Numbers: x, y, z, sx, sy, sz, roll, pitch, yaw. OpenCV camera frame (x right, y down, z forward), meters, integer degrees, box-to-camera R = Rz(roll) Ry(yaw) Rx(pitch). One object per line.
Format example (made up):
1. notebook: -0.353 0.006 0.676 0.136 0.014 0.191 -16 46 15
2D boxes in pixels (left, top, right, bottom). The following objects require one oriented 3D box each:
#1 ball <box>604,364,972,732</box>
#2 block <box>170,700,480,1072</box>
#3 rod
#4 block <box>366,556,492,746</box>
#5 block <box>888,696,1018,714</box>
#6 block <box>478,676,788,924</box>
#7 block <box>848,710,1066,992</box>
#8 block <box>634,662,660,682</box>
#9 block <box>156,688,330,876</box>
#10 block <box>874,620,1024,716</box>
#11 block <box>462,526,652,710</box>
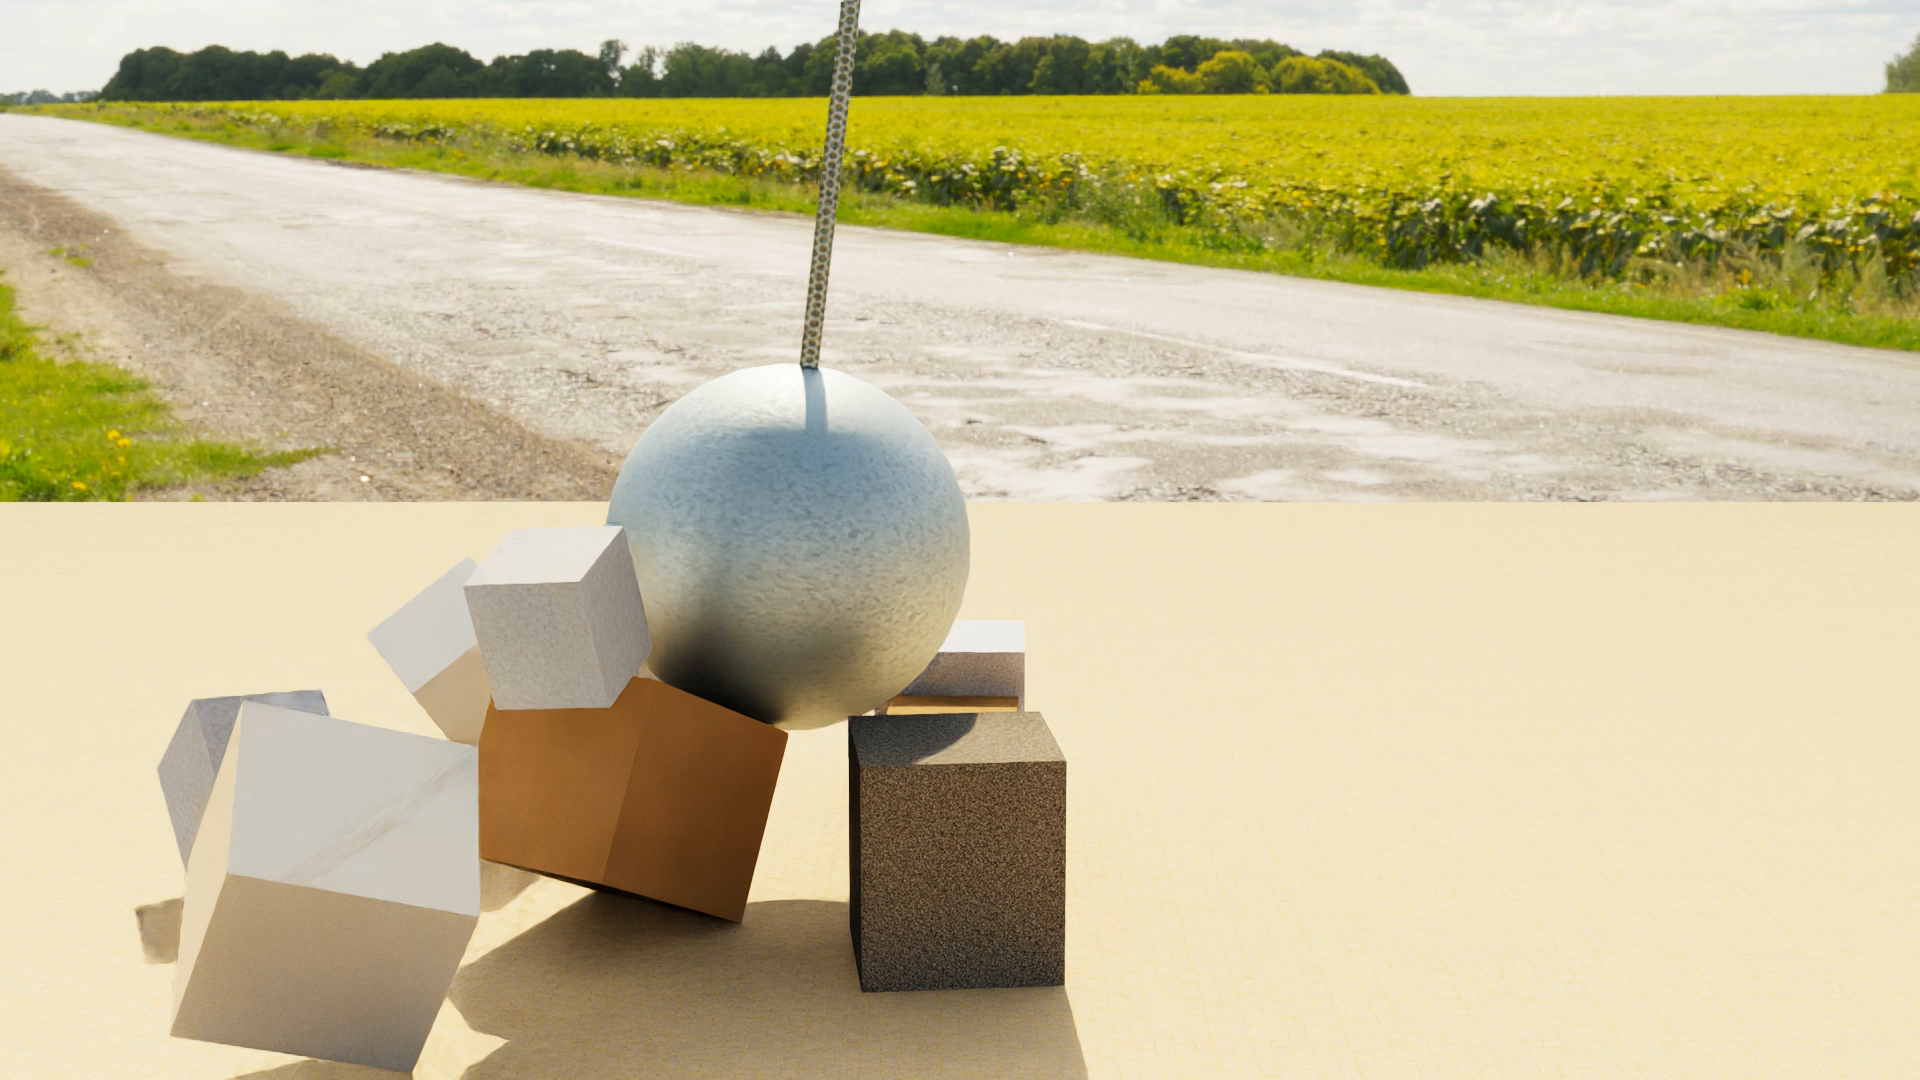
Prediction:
1. ball: -0.750 0.033 11.186 1.600 1.600 1.600 0 10 0
2. block: -2.240 1.231 9.097 0.851 0.817 0.854 14 34 -21
3. rod: -0.325 -3.286 10.583 0.080 5.200 0.080 7 10 -1
4. block: -2.306 0.592 12.165 0.612 0.612 0.603 -39 41 -11
5. block: -0.035 1.090 11.872 0.597 0.608 0.611 0 10 2
6. block: -1.397 1.038 10.641 0.810 0.822 0.960 7 -13 33
7. block: -0.025 1.230 10.271 0.794 0.906 0.785 -1 10 -6
8. block: -1.728 0.771 13.235 0.812 0.748 0.790 6 12 31
9. block: -3.077 1.071 11.213 0.587 0.583 0.573 -3 -34 -37
10. block: -0.042 0.866 12.514 0.712 0.819 0.715 0 10 1
11. block: -1.575 0.305 10.107 0.489 0.552 0.483 -2 26 17
